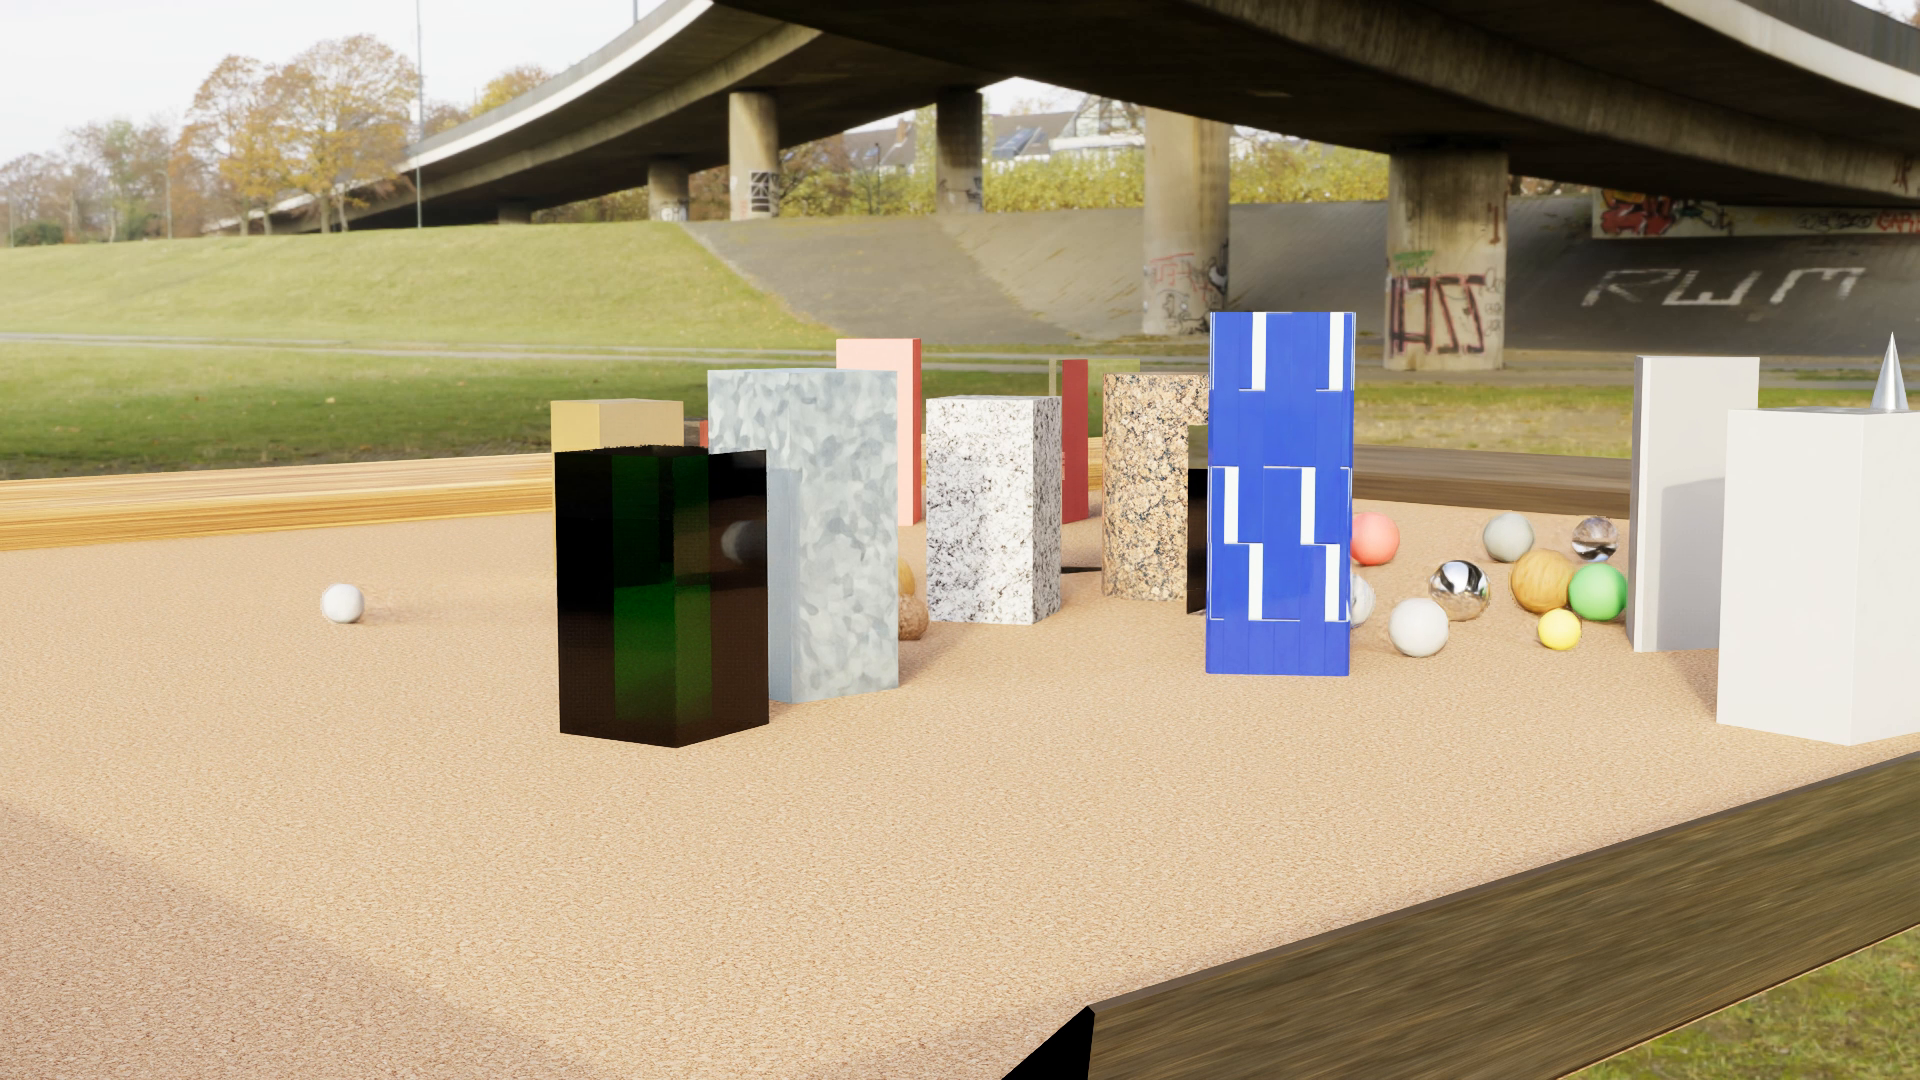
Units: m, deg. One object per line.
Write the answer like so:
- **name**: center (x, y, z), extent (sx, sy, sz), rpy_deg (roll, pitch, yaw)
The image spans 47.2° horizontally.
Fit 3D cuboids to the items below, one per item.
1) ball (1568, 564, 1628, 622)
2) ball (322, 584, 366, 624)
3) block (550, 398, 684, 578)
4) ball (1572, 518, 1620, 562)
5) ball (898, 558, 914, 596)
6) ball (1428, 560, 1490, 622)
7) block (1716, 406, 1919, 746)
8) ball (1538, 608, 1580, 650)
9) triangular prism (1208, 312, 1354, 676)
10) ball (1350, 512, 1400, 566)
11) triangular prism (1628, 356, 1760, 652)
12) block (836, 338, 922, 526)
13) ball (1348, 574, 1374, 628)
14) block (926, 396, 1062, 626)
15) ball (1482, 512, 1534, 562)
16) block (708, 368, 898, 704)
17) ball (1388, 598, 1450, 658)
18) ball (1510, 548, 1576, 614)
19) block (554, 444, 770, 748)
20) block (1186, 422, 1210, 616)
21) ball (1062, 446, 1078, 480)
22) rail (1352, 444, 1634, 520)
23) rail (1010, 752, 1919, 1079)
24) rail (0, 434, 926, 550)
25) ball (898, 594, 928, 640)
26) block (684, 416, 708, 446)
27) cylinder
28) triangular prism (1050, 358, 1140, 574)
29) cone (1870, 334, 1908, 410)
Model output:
- **ball**: center (0.914, 0.076, 3.147), extent (0.084, 0.084, 0.084), rpy_deg (0, 6, 0)
- **ball**: center (-0.876, 0.091, 3.126), extent (0.058, 0.058, 0.058), rpy_deg (0, 6, 0)
- **block**: center (-0.566, -0.082, 3.641), extent (0.158, 0.295, 0.158), rpy_deg (-5, 8, -39)
- **ball**: center (1.125, 0.000, 3.894), extent (0.080, 0.080, 0.080), rpy_deg (0, 6, 0)
- **ball**: center (-0.115, 0.066, 3.170), extent (0.098, 0.098, 0.098), rpy_deg (0, 6, 0)
- **ball**: center (0.716, 0.072, 3.159), extent (0.088, 0.088, 0.088), rpy_deg (0, 6, 0)
- **block**: center (0.929, 0.031, 2.346), extent (0.158, 0.339, 0.158), rpy_deg (-4, 7, -36)
- **ball**: center (0.787, 0.118, 2.889), extent (0.055, 0.055, 0.055), rpy_deg (0, 6, 0)
- **triangular prism**: center (0.398, -0.062, 2.746), extent (0.171, 0.442, 0.148), rpy_deg (1, 6, 7)
- **ball**: center (0.722, -0.002, 3.845), extent (0.094, 0.094, 0.094), rpy_deg (0, 6, 0)
- **triangular prism**: center (0.946, -0.054, 2.951), extent (0.171, 0.383, 0.148), rpy_deg (-2, 6, -17)
- **block**: center (-0.169, -0.230, 4.626), extent (0.158, 0.385, 0.158), rpy_deg (1, 6, 6)
- **ball**: center (0.540, 0.085, 3.082), extent (0.078, 0.078, 0.078), rpy_deg (0, 6, 0)
- **block**: center (0.051, -0.048, 3.203), extent (0.158, 0.318, 0.158), rpy_deg (2, 6, 17)
- **ball**: center (0.971, -0.004, 3.892), extent (0.088, 0.088, 0.088), rpy_deg (0, 6, 0)
- **block**: center (-0.184, -0.012, 2.585), extent (0.158, 0.375, 0.158), rpy_deg (-5, 8, -41)
- **ball**: center (0.590, 0.112, 2.831), extent (0.077, 0.077, 0.077), rpy_deg (0, 6, 0)
- **ball**: center (0.858, 0.061, 3.229), extent (0.097, 0.097, 0.097), rpy_deg (0, 6, 0)
- **block**: center (-0.315, 0.054, 2.334), extent (0.158, 0.297, 0.158), rpy_deg (4, 7, 32)
- **block**: center (0.439, -0.032, 3.245), extent (0.158, 0.278, 0.158), rpy_deg (3, 7, 28)
- **ball**: center (0.269, -0.203, 5.808), extent (0.086, 0.086, 0.086), rpy_deg (0, 6, 0)
- **rail**: center (1.431, -0.104, 4.645), extent (0.045, 0.128, 3.520), rpy_deg (-5, 8, -42)
- **rail**: center (1.177, 0.166, 2.063), extent (3.940, 0.128, 0.045), rpy_deg (-5, 8, -42)
- **rail**: center (-1.177, -0.099, 4.601), extent (3.940, 0.128, 0.045), rpy_deg (-5, 8, -42)
- **ball**: center (-0.073, 0.105, 2.973), extent (0.062, 0.062, 0.062), rpy_deg (0, 6, 0)
- **block**: center (-0.525, -0.098, 4.026), extent (0.158, 0.247, 0.158), rpy_deg (1, 6, 12)
- **cylinder**: center (0.322, -0.088, 3.453), extent (0.197, 0.346, 0.197), rpy_deg (0, 6, 0)
- **triangular prism**: center (0.199, -0.134, 3.815), extent (0.171, 0.362, 0.148), rpy_deg (-4, 7, -32)
- **cone**: center (1.441, -0.118, 3.421), extent (0.197, 0.413, 0.197), rpy_deg (0, 6, 0)
